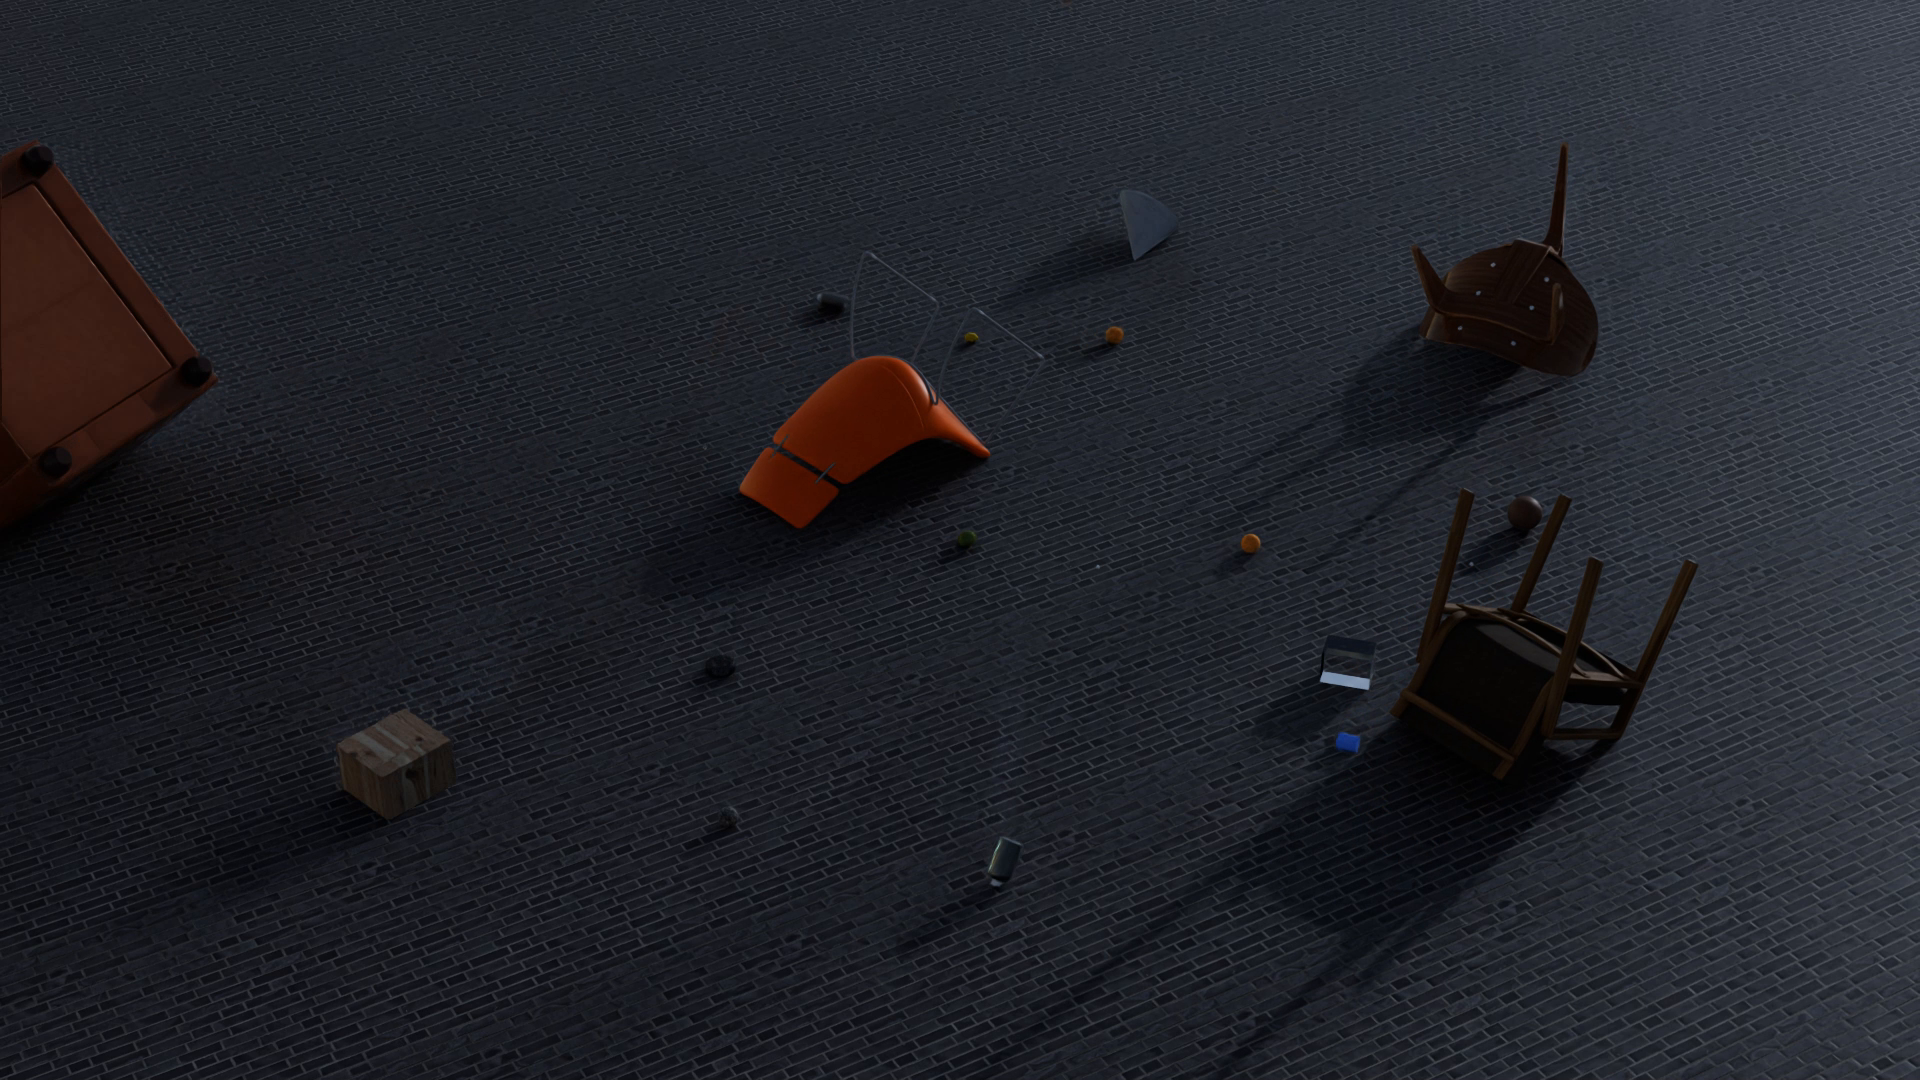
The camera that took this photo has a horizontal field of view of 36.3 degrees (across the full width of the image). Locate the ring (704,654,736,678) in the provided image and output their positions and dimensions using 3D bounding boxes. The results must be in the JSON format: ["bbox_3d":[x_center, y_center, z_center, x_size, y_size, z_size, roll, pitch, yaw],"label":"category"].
[{"bbox_3d":[-0.837,0.441,10.242,0.110,0.038,0.113,9,35,14],"label":"ring"}]

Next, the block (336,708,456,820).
[{"bbox_3d":[-1.858,0.738,9.662,0.252,0.179,0.277,28,43,36],"label":"block"}]

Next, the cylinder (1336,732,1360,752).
[{"bbox_3d":[1.306,0.680,9.865,0.069,0.053,0.056,13,49,18],"label":"cylinder"}]

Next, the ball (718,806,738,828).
[{"bbox_3d":[-0.752,0.899,9.519,0.067,0.067,0.067,0,33,0],"label":"ball"}]

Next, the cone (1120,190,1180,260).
[{"bbox_3d":[0.798,-1.335,12.866,0.321,0.164,0.299,32,55,-22],"label":"cone"}]

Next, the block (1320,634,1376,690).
[{"bbox_3d":[1.349,0.425,10.186,0.172,0.125,0.112,9,35,14],"label":"block"}]
